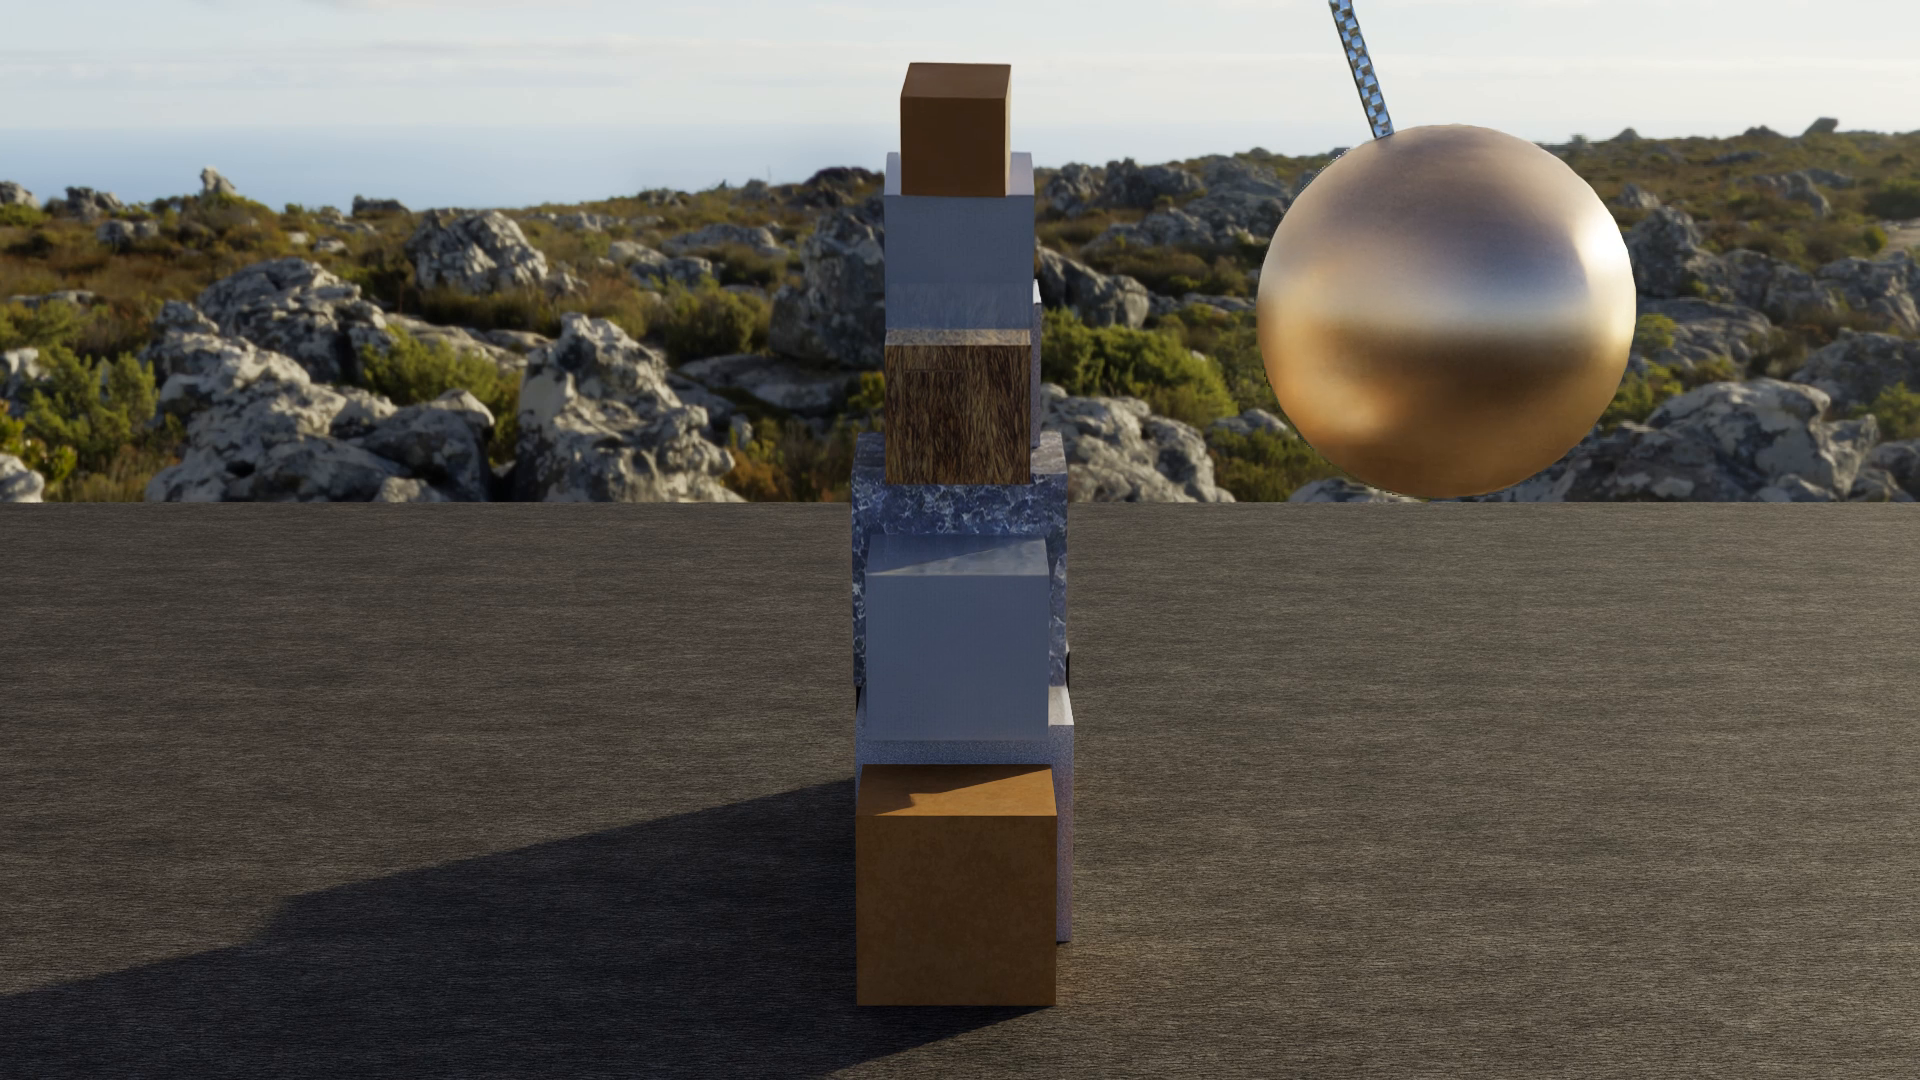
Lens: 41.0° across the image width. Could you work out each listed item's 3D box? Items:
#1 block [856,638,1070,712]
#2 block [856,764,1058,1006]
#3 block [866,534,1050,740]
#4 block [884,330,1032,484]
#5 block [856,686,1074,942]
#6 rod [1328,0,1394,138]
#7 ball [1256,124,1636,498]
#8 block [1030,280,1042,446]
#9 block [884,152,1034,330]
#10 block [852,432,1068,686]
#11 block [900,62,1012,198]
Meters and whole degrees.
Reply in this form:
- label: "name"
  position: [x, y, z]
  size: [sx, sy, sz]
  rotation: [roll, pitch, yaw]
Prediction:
- label: "block"
  position: [0.012, 0.892, 11.871]
  size: [0.940, 0.997, 0.993]
  rotation: [0, 10, 0]
- label: "block"
  position: [-0.014, 1.342, 10.084]
  size: [0.759, 0.752, 0.729]
  rotation: [0, 10, 0]
- label: "block"
  position: [-0.009, 0.384, 10.411]
  size: [0.718, 0.676, 0.672]
  rotation: [0, 14, 0]
- label: "block"
  position: [-0.009, -0.586, 10.647]
  size: [0.587, 0.572, 0.647]
  rotation: [0, 15, 0]
- label: "block"
  position: [0.018, 1.110, 10.909]
  size: [0.884, 0.913, 0.958]
  rotation: [0, 10, 0]
- label: "rod"
  position: [0.899, -4.115, 10.432]
  size: [0.080, 5.200, 0.080]
  rotation: [-20, 10, 4]
- label: "ball"
  position: [2.074, -0.977, 11.003]
  size: [1.600, 1.600, 1.600]
  rotation: [0, 10, 0]
- label: "block"
  position: [0.019, -0.783, 11.266]
  size: [0.653, 0.628, 0.624]
  rotation: [0, 15, 0]
- label: "block"
  position: [-0.003, -1.257, 10.731]
  size: [0.610, 0.580, 0.561]
  rotation: [0, 26, 0]
- label: "block"
  position: [-0.002, 0.069, 11.085]
  size: [0.895, 0.922, 0.782]
  rotation: [0, 15, 0]
- label: "block"
  position: [-0.013, -1.676, 10.461]
  size: [0.420, 0.410, 0.493]
  rotation: [2, 27, 3]
